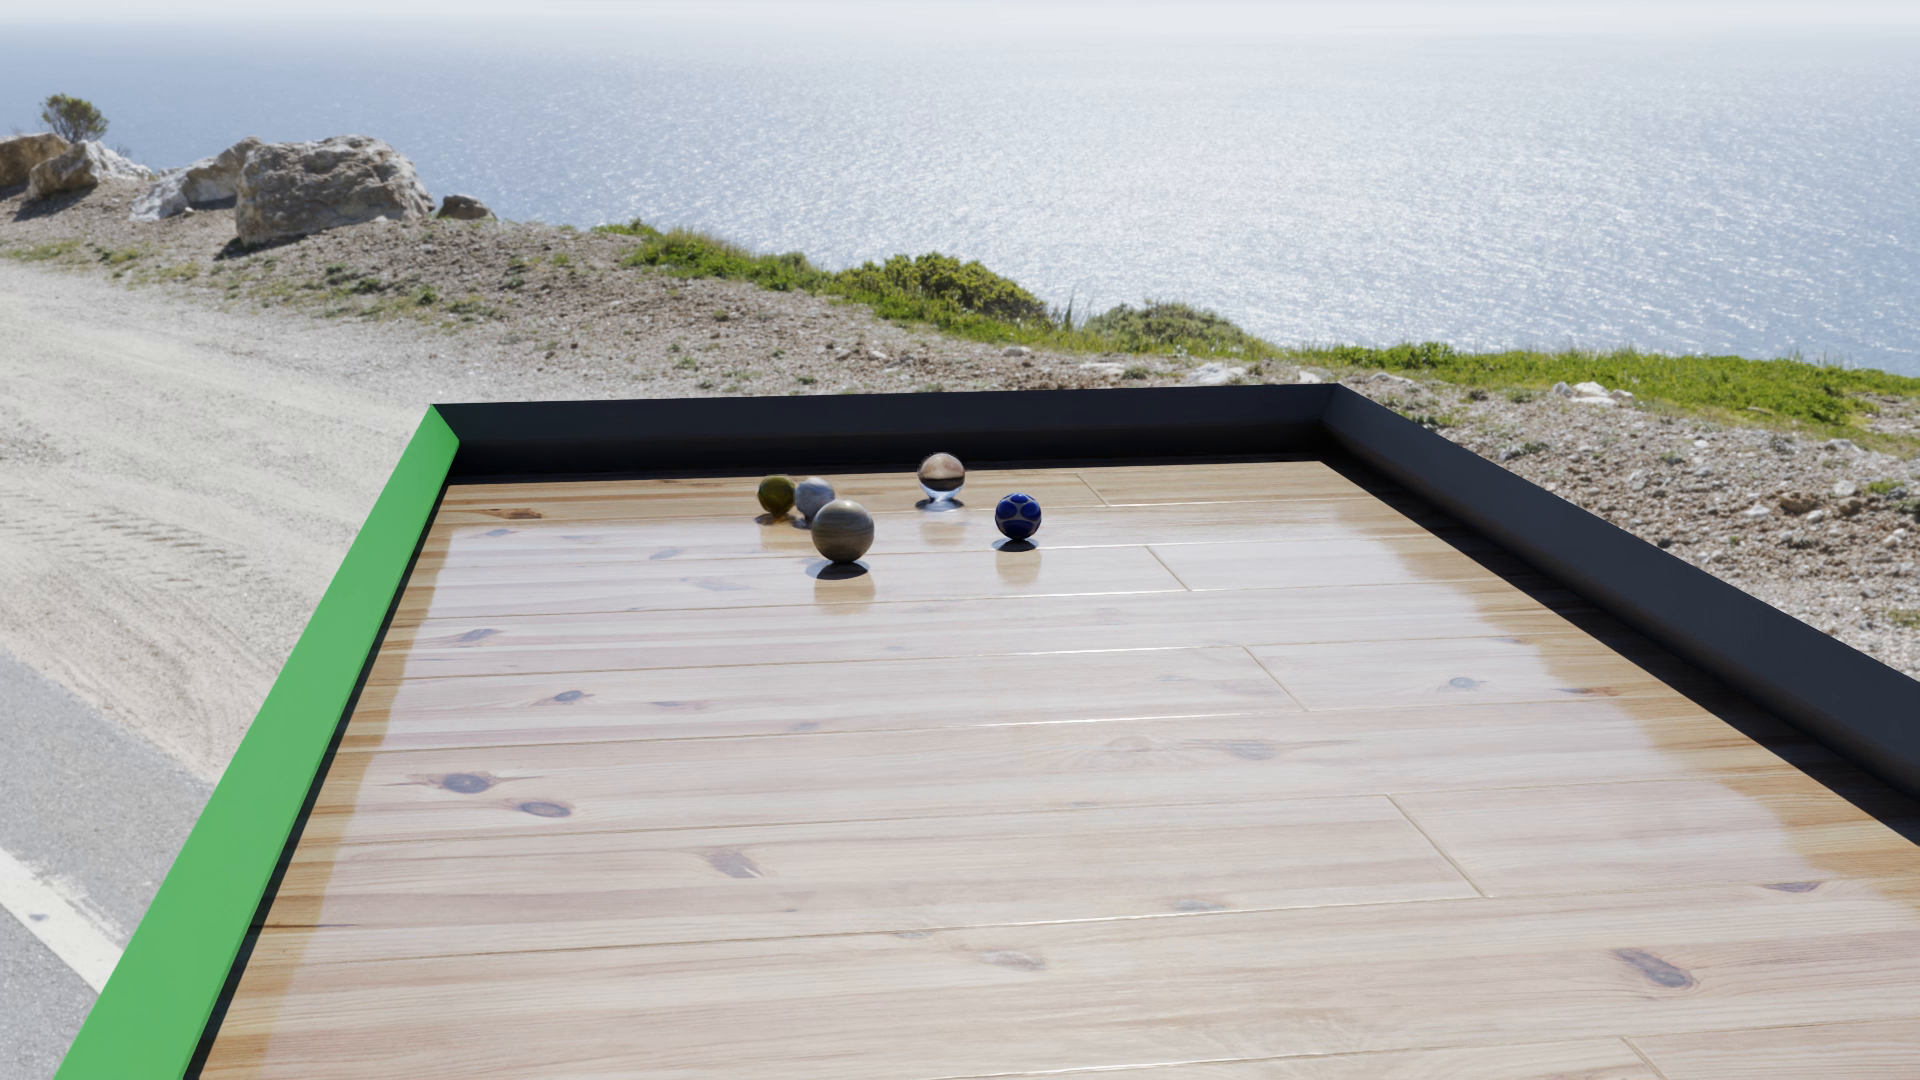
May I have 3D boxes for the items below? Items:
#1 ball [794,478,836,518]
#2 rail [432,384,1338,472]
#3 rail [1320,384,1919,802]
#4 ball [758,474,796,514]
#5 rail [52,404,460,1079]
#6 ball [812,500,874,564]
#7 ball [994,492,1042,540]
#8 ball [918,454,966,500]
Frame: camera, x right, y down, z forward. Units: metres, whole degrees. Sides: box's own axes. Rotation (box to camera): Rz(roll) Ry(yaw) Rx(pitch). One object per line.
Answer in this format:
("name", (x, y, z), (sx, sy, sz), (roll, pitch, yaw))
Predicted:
("ball", (-0.207, -0.060, 3.132), (0.059, 0.059, 0.059), (0, 13, 0))
("rail", (-0.097, -0.178, 3.526), (1.470, 0.108, 0.045), (-2, 13, -8))
("rail", (0.805, 0.121, 2.250), (0.045, 0.108, 2.893), (-2, 13, -8))
("ball", (-0.262, -0.065, 3.157), (0.058, 0.058, 0.058), (0, 13, 0))
("rail", (-0.604, 0.166, 2.058), (0.045, 0.108, 2.893), (-2, 13, -8))
("ball", (-0.153, -0.012, 2.875), (0.083, 0.083, 0.083), (0, 13, 0))
("ball", (0.080, -0.032, 3.003), (0.065, 0.065, 0.065), (0, 13, 0))
("ball", (-0.027, -0.094, 3.255), (0.070, 0.070, 0.070), (0, 13, 0))
